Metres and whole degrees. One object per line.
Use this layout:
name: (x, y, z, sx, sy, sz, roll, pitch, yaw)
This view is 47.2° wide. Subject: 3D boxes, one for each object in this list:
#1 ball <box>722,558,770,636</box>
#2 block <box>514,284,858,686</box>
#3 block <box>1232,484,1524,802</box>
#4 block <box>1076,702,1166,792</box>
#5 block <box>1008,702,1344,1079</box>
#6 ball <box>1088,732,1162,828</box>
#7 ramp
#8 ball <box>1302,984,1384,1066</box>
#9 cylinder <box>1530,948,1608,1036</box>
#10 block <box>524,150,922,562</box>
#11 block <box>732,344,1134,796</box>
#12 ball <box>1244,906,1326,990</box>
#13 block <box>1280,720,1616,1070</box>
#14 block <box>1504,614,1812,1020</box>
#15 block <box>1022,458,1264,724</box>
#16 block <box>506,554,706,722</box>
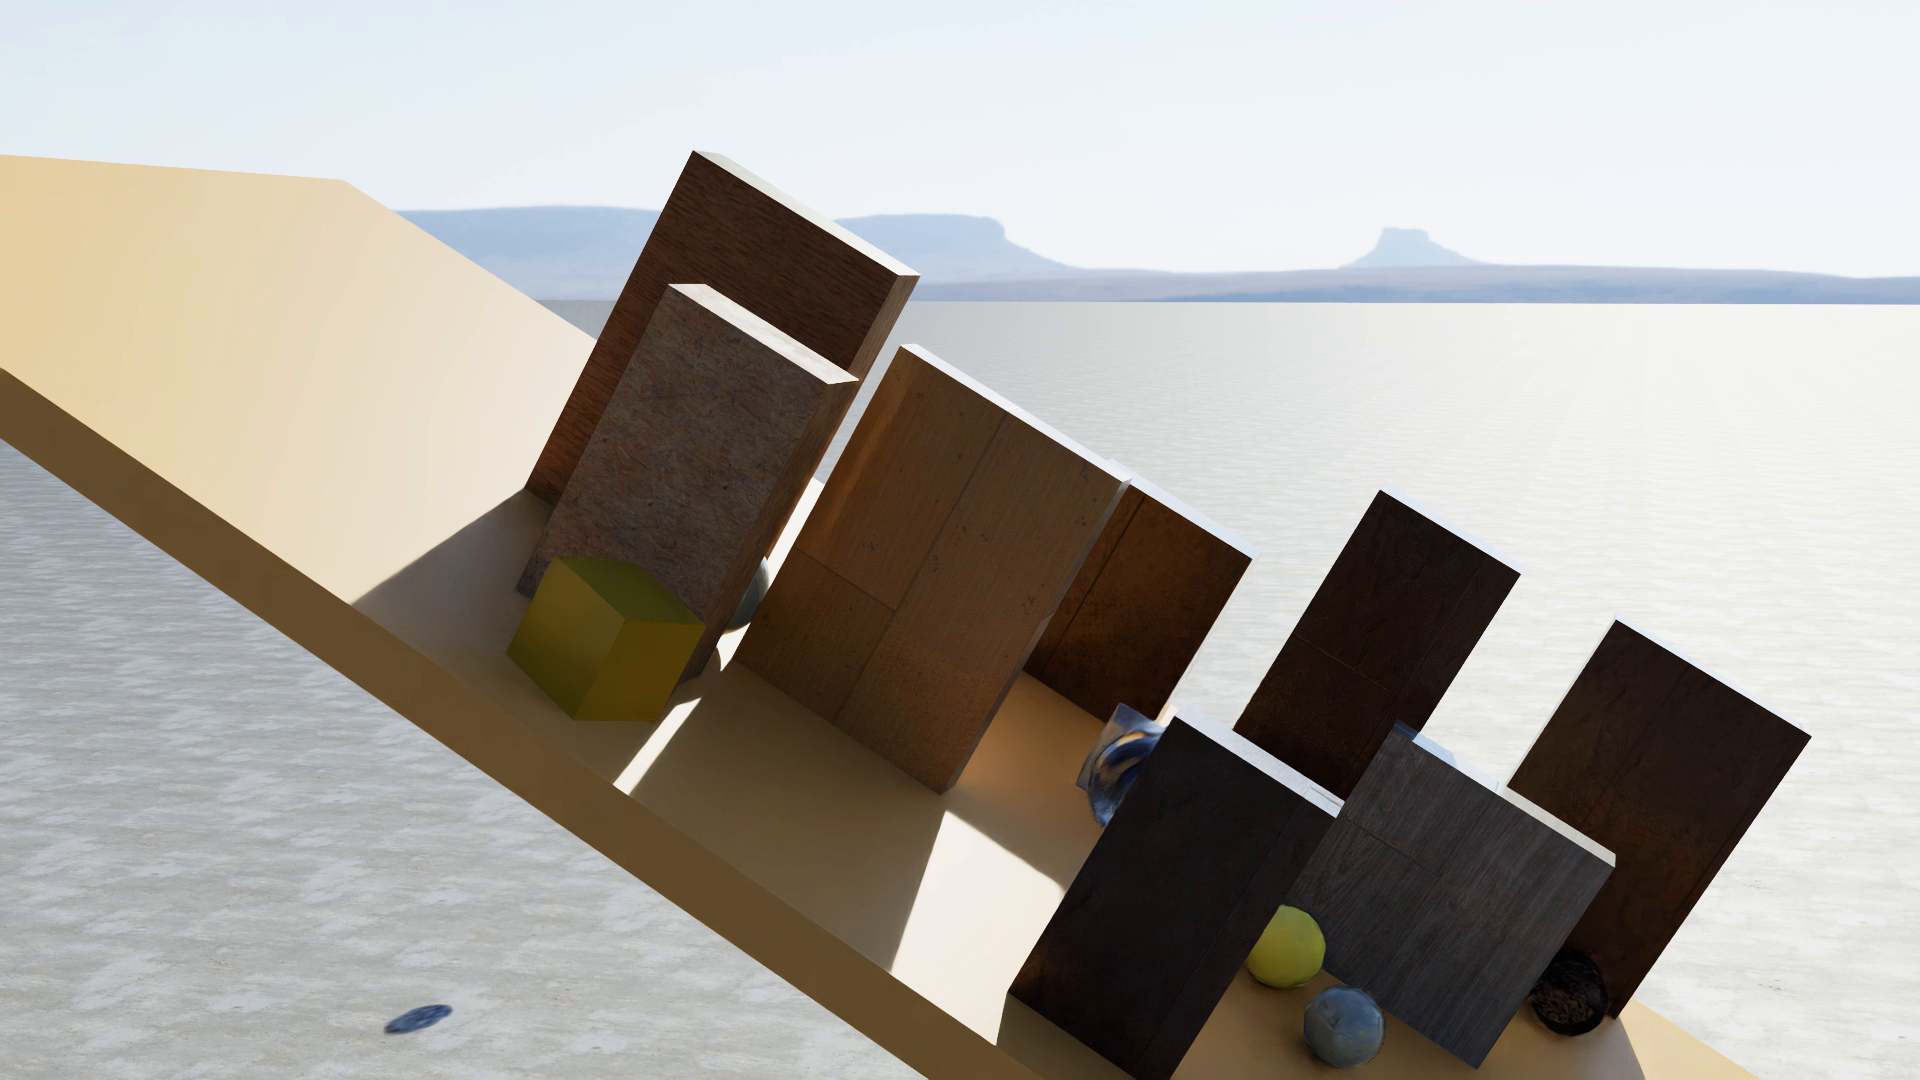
ball: (-0.431, 0.073, 3.879, 0.194, 0.194, 0.194, 0, 7, 0)
block: (-0.452, -0.089, 3.614, 0.311, 0.579, 0.143, 32, 15, 11)
block: (0.743, 0.298, 4.218, 0.300, 0.761, 0.119, 32, 15, 11)
block: (0.328, 0.426, 4.226, 0.146, 0.146, 0.146, 30, 14, 3)
block: (0.309, 0.518, 3.181, 0.264, 0.492, 0.098, 32, 15, 11)
ball: (0.339, 0.454, 4.026, 0.207, 0.207, 0.207, 0, 7, 0)
ramp: (-0.188, 0.310, 4.130, 4.000, 0.100, 2.000, 32, 15, 11)
ball: (0.625, 0.791, 3.583, 0.131, 0.131, 0.131, 0, 7, 0)
cylinder: (1.188, 0.882, 4.298, 0.141, 0.141, 0.141, 1, 2, 12)
block: (-0.443, -0.288, 4.042, 0.447, 0.711, 0.127, 32, 15, 11)
block: (-0.055, 0.051, 3.785, 0.444, 0.635, 0.084, 32, 15, 11)
ball: (0.552, 0.695, 3.751, 0.141, 0.141, 0.141, 0, 7, 0)
block: (0.852, 0.631, 3.930, 0.442, 0.445, 0.090, 32, 15, 11)
block: (1.357, 0.573, 4.549, 0.441, 0.715, 0.085, 32, 15, 11)
block: (0.350, 0.128, 4.640, 0.377, 0.464, 0.133, 32, 15, 11)
block: (-0.548, 0.154, 3.404, 0.181, 0.181, 0.181, 38, 17, 31)
